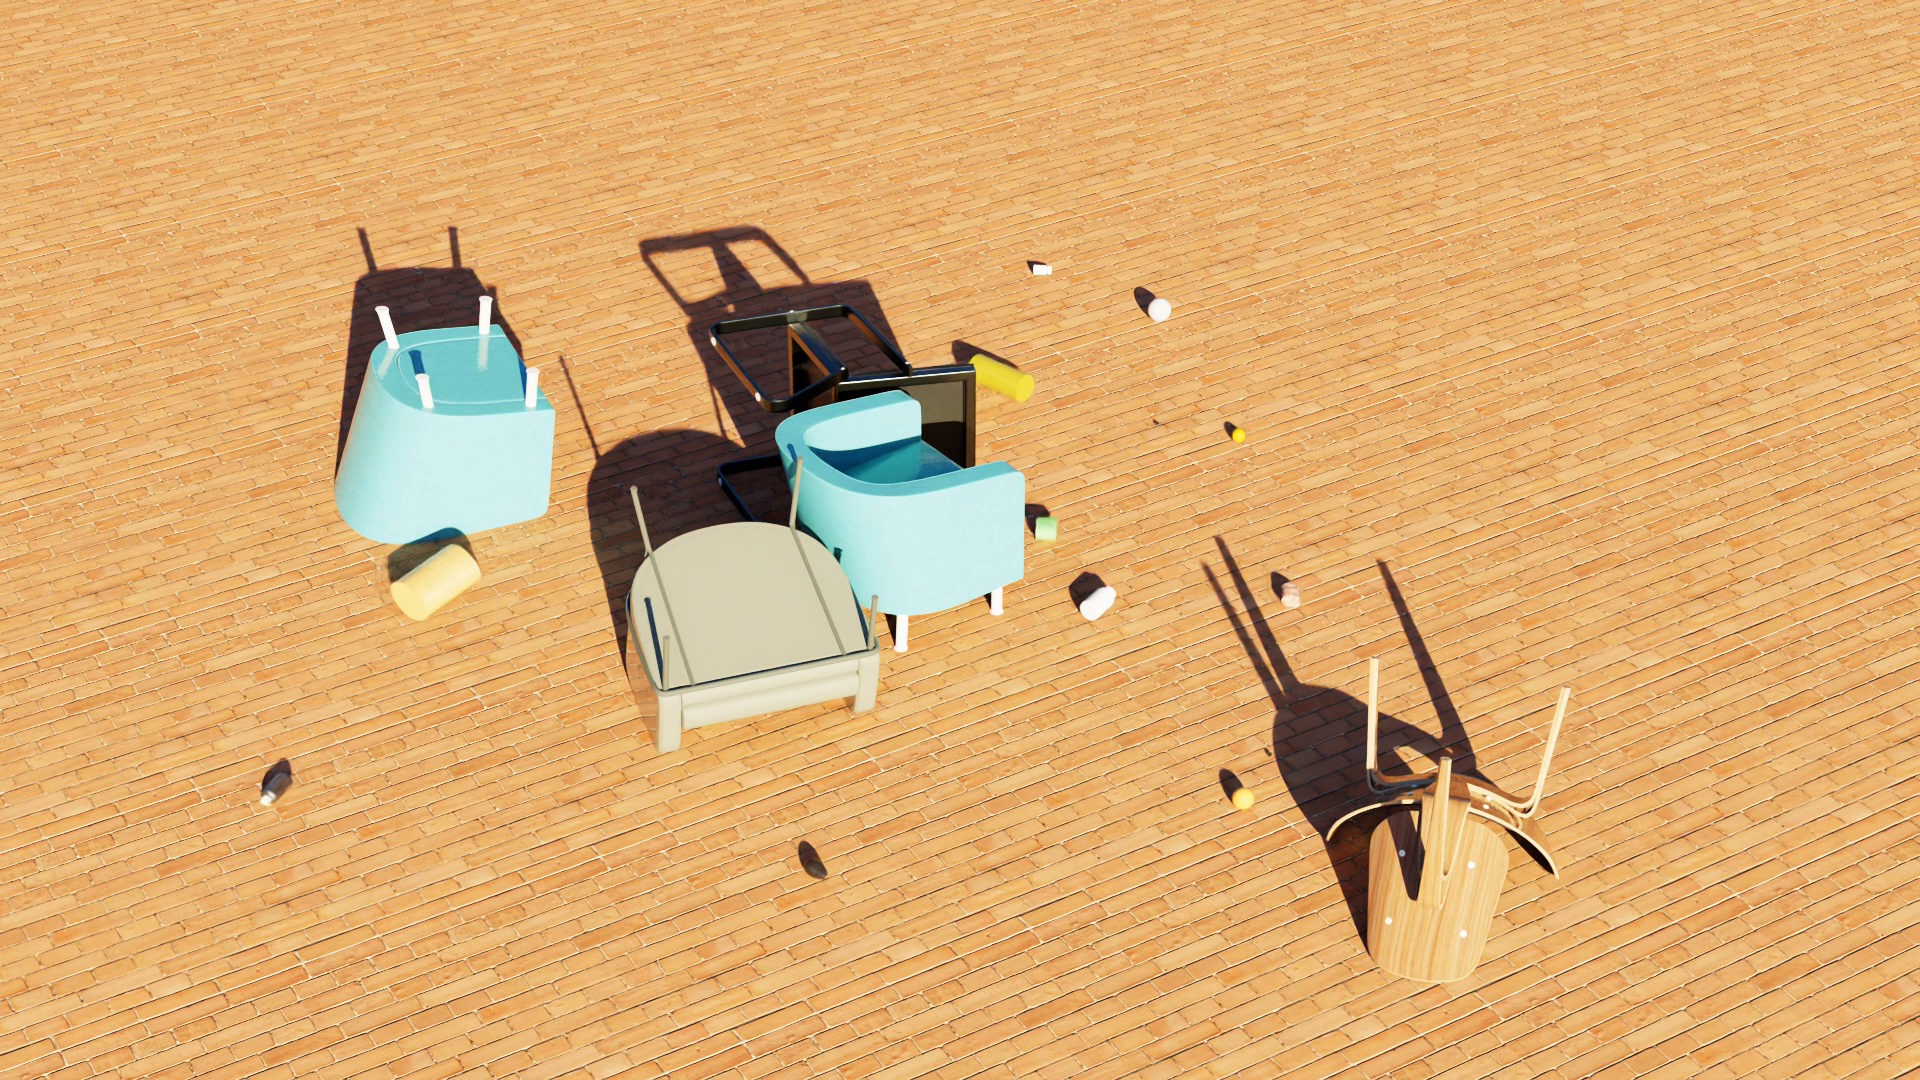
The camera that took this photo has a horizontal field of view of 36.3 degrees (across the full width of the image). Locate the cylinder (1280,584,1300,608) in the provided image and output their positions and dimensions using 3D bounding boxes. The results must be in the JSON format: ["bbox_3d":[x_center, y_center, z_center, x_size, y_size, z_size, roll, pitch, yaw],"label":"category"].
[{"bbox_3d":[1.194,0.199,10.594,0.068,0.051,0.077,15,33,-7],"label":"cylinder"}]

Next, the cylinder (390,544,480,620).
[{"bbox_3d":[-1.891,0.153,10.583,0.173,0.133,0.290,41,45,8],"label":"cylinder"}]

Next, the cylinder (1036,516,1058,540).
[{"bbox_3d":[0.323,-0.045,10.947,0.073,0.070,0.096,4,49,6],"label":"cylinder"}]

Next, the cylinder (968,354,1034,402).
[{"bbox_3d":[0.163,-0.653,11.831,0.256,0.116,0.113,26,47,33],"label":"cylinder"}]

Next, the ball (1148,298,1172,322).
[{"bbox_3d":[0.838,-0.969,12.325,0.099,0.099,0.099,0,33,0],"label":"ball"}]
